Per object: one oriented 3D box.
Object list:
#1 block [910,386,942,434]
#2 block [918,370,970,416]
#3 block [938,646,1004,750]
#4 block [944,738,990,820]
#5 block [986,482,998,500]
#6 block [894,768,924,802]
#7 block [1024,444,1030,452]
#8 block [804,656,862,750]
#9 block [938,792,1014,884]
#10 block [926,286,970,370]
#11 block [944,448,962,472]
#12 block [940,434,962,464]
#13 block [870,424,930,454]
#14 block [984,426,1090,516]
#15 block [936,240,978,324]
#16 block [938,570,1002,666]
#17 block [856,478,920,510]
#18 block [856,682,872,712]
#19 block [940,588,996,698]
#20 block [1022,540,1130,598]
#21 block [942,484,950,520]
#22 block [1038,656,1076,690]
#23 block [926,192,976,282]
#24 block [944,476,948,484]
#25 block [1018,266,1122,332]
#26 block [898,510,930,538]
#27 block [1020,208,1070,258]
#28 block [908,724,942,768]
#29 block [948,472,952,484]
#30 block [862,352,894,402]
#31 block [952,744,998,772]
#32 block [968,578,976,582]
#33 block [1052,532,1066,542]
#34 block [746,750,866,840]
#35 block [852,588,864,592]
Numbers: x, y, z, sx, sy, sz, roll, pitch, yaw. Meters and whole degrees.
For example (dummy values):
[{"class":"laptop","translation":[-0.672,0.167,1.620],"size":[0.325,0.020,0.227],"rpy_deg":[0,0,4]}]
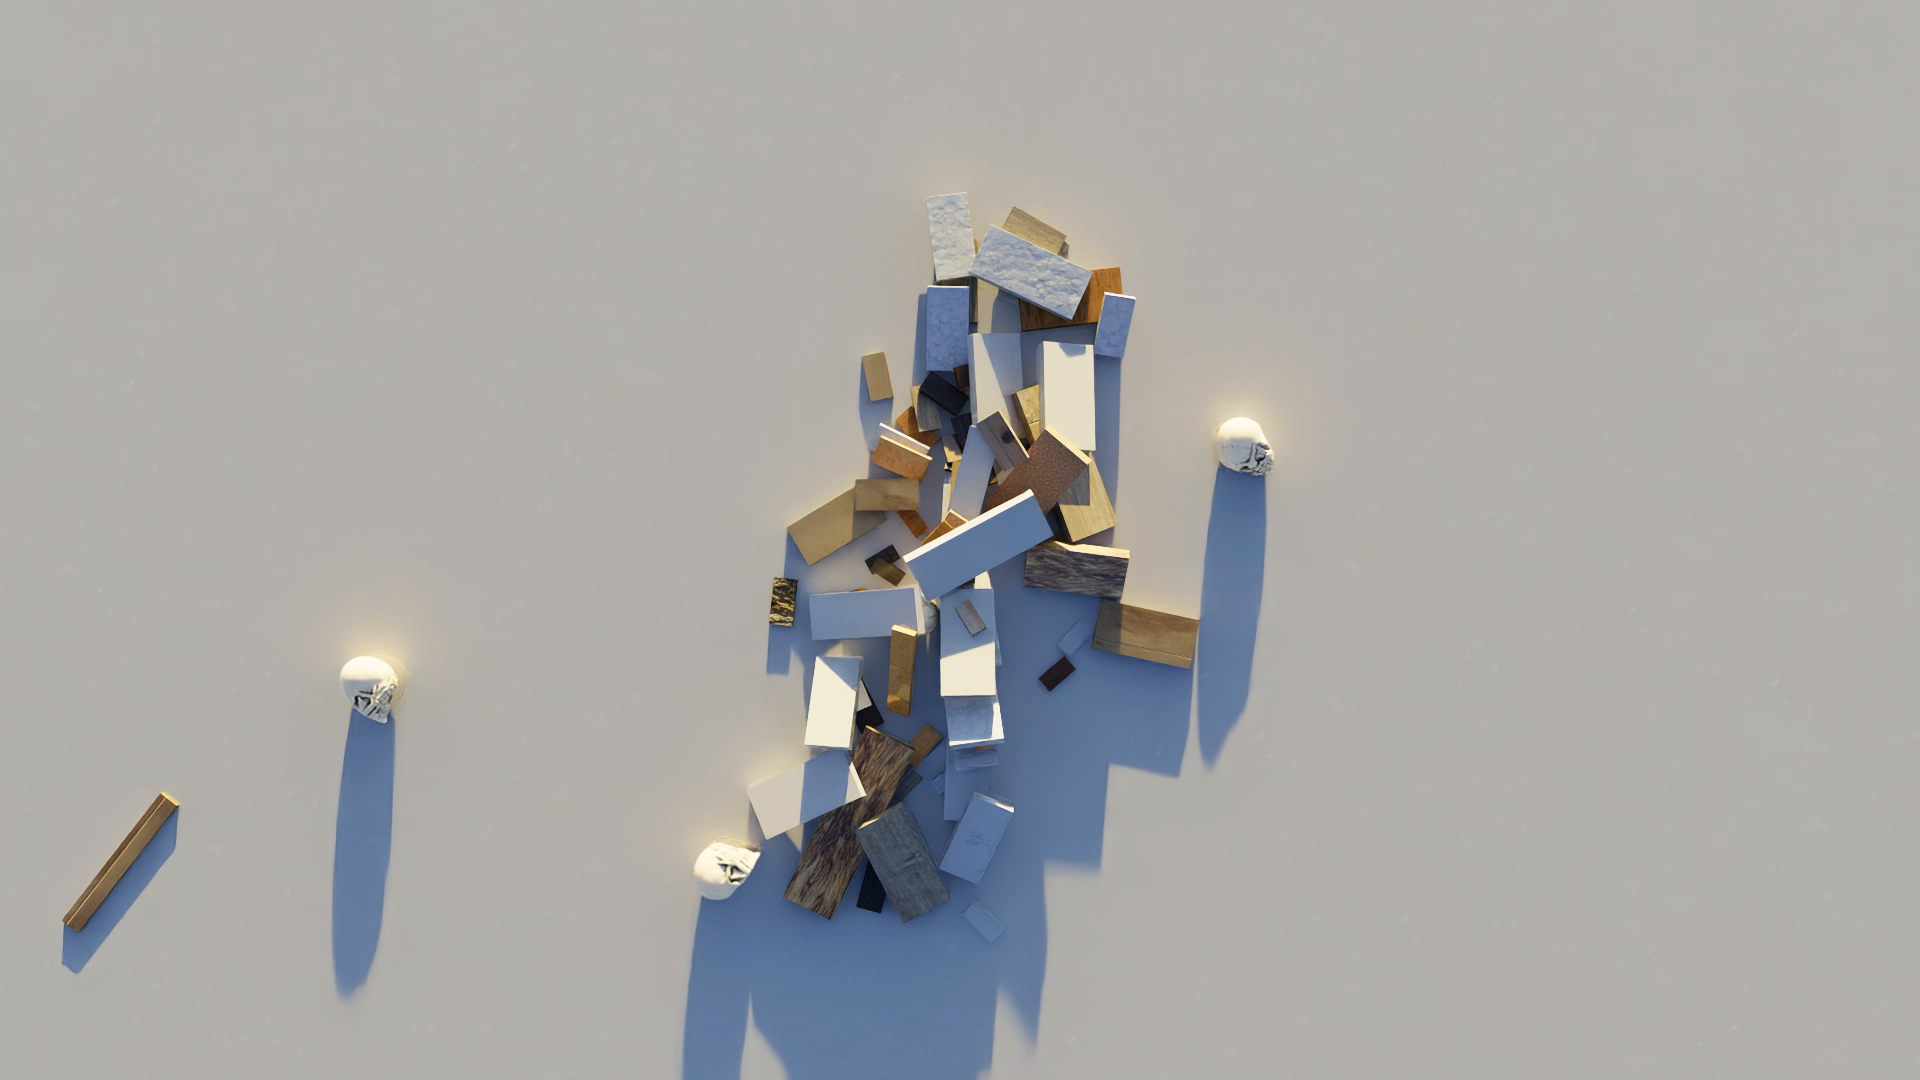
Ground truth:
[{"class":"block","translation":[-0.114,-0.438,5.475],"size":[0.077,0.022,0.154],"rpy_deg":[-11,84,-10]},{"class":"block","translation":[-0.054,-0.486,5.471],"size":[0.154,0.022,0.077],"rpy_deg":[34,75,-7]},{"class":"block","translation":[0.034,0.503,5.403],"size":[0.175,0.049,0.349],"rpy_deg":[-8,65,0]},{"class":"block","translation":[0.023,0.786,5.465],"size":[0.143,0.040,0.285],"rpy_deg":[3,90,0]},{"class":"block","translation":[0.141,-0.123,5.489],"size":[0.077,0.022,0.153],"rpy_deg":[-18,90,0]},{"class":"block","translation":[-0.178,0.814,5.493],"size":[0.052,0.015,0.104],"rpy_deg":[44,90,0]},{"class":"block","translation":[0.249,-0.242,5.468],"size":[0.075,0.021,0.149],"rpy_deg":[-41,89,-1]},{"class":"block","translation":[-0.414,0.535,5.418],"size":[0.149,0.042,0.298],"rpy_deg":[2,71,11]},{"class":"block","translation":[0.053,0.982,5.438],"size":[0.143,0.040,0.285],"rpy_deg":[23,104,-6]},{"class":"block","translation":[-0.041,-0.699,5.447],"size":[0.137,0.039,0.275],"rpy_deg":[1,104,0]},{"class":"block","translation":[-0.016,-0.271,5.467],"size":[0.051,0.015,0.103],"rpy_deg":[13,61,3]},{"class":"block","translation":[-0.027,-0.301,5.466],"size":[0.051,0.015,0.103],"rpy_deg":[-11,62,-9]},{"class":"block","translation":[-0.201,-0.306,5.473],"size":[0.181,0.026,0.090],"rpy_deg":[26,109,0]},{"class":"block","translation":[0.251,-0.184,5.369],"size":[0.176,0.050,0.353],"rpy_deg":[41,118,4]},{"class":"block","translation":[-0.010,-0.859,5.481],"size":[0.137,0.039,0.275],"rpy_deg":[0,90,0]},{"class":"block","translation":[0.027,0.251,5.432],"size":[0.175,0.049,0.349],"rpy_deg":[-8,75,0]},{"class":"block","translation":[-0.240,-0.150,5.441],"size":[0.208,0.029,0.104],"rpy_deg":[-1,92,0]},{"class":"block","translation":[-0.387,0.540,5.464],"size":[0.171,0.024,0.085],"rpy_deg":[-23,90,1]},{"class":"block","translation":[0.025,0.335,5.359],"size":[0.175,0.049,0.349],"rpy_deg":[-1,75,2]},{"class":"block","translation":[0.382,0.094,5.435],"size":[0.329,0.047,0.165],"rpy_deg":[7,124,0]},{"class":"block","translation":[-0.012,-0.086,5.429],"size":[0.095,0.027,0.190],"rpy_deg":[3,86,0]},{"class":"block","translation":[0.323,0.445,5.492],"size":[0.115,0.016,0.058],"rpy_deg":[-41,90,0]},{"class":"block","translation":[-0.027,-1.000,5.442],"size":[0.137,0.039,0.274],"rpy_deg":[-8,90,0]},{"class":"block","translation":[-0.008,-0.115,5.468],"size":[0.095,0.027,0.190],"rpy_deg":[3,79,0]},{"class":"block","translation":[0.368,-0.798,5.476],"size":[0.342,0.048,0.171],"rpy_deg":[-7,90,0]},{"class":"block","translation":[-0.156,-0.064,5.492],"size":[0.054,0.015,0.109],"rpy_deg":[-36,90,0]},{"class":"block","translation":[0.253,-0.998,5.486],"size":[0.203,0.029,0.101],"rpy_deg":[37,90,0]},{"class":"block","translation":[-0.129,0.684,5.490],"size":[0.068,0.019,0.135],"rpy_deg":[40,90,0]},{"class":"block","translation":[-0.012,-0.202,5.464],"size":[0.051,0.015,0.103],"rpy_deg":[3,79,1]},{"class":"block","translation":[-0.274,-0.543,5.489],"size":[0.077,0.022,0.154],"rpy_deg":[-12,90,0]},{"class":"block","translation":[0.033,0.608,5.433],"size":[0.143,0.040,0.285],"rpy_deg":[-9,72,-2]},{"class":"block","translation":[0.005,0.048,5.448],"size":[0.095,0.027,0.190],"rpy_deg":[1,65,0]},{"class":"block","translation":[0.348,0.030,5.492],"size":[0.110,0.016,0.055],"rpy_deg":[40,90,0]},{"class":"block","translation":[-0.507,0.831,5.428],"size":[0.358,0.051,0.179],"rpy_deg":[-26,80,10]},{"class":"block","translation":[-0.327,0.240,5.464],"size":[0.022,0.077,0.155],"rpy_deg":[-19,90,-43]}]
